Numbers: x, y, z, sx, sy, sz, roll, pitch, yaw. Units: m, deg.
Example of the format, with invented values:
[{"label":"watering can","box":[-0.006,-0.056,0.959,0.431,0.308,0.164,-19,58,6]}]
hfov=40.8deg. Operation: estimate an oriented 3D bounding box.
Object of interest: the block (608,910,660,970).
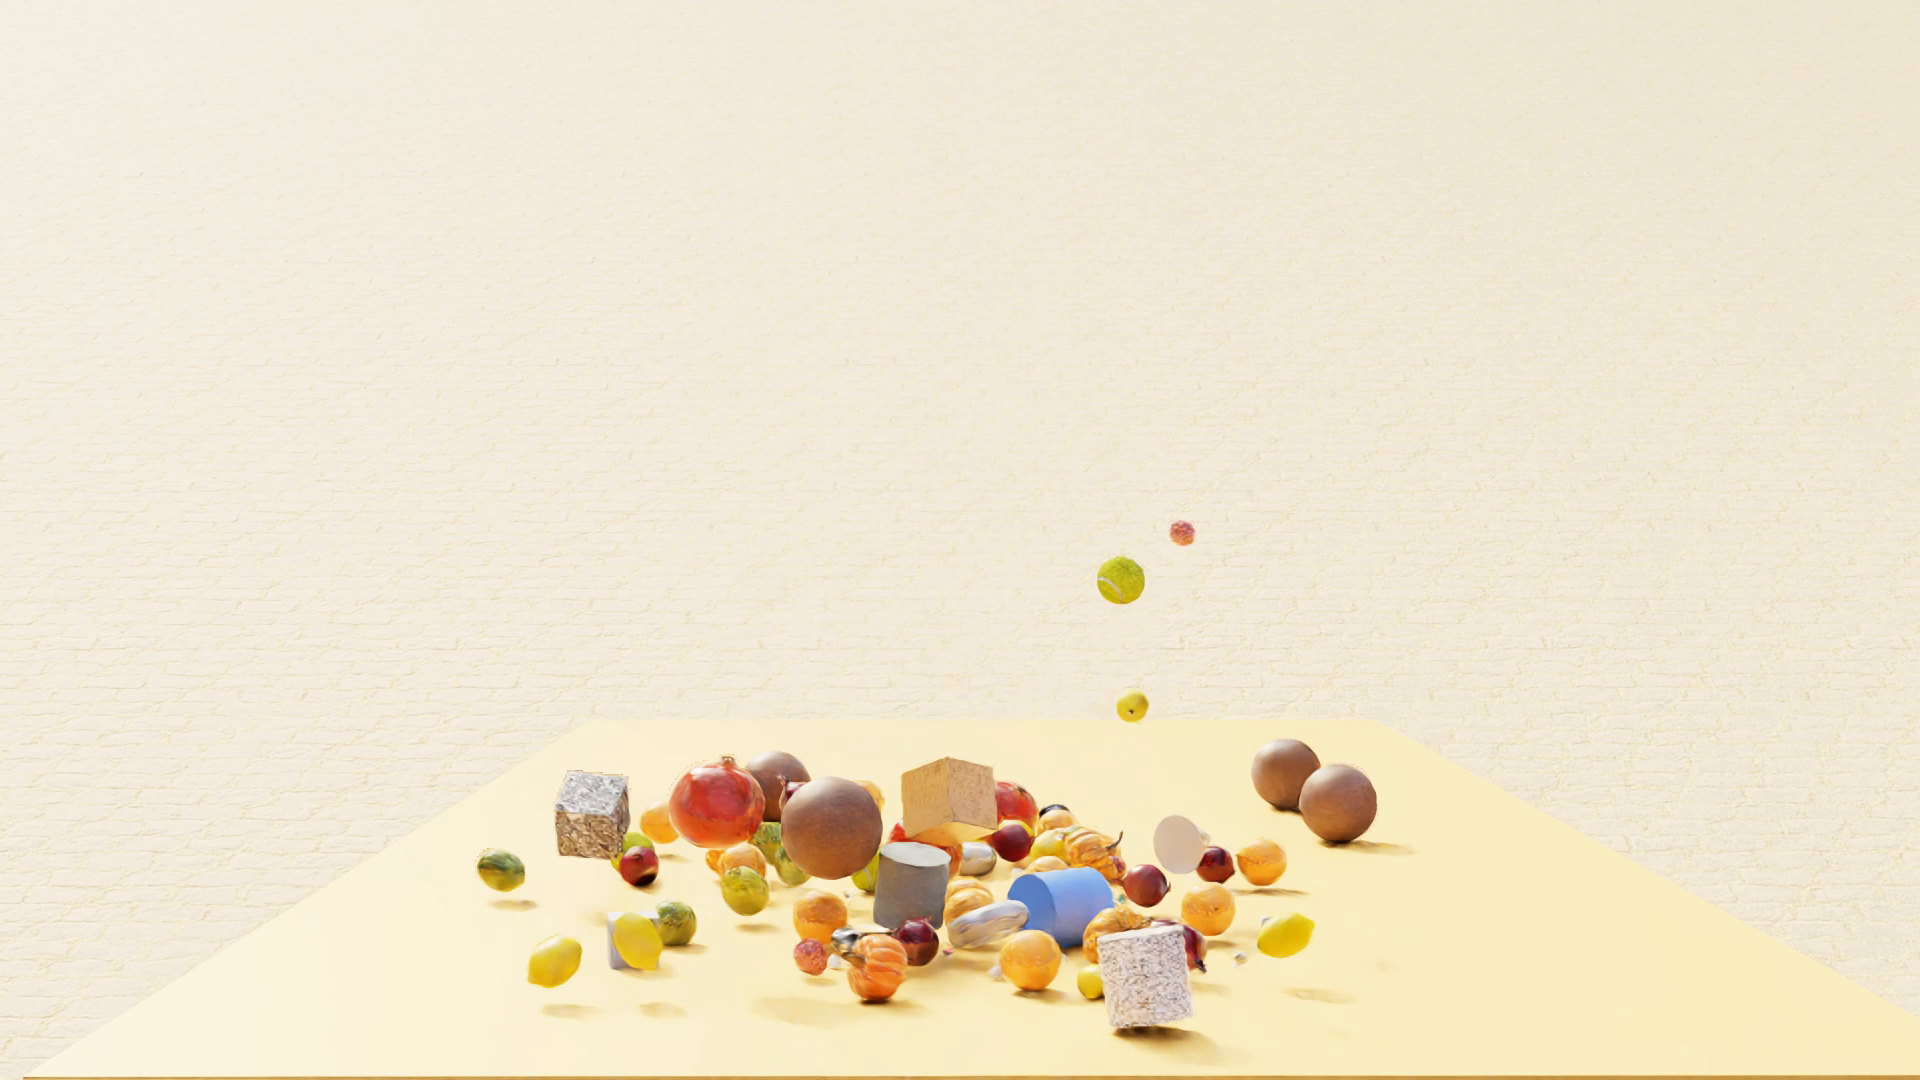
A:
[{"label":"block","box":[-0.404,0.494,3.189,0.060,0.060,0.060,0,1,-11]}]

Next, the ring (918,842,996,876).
[{"label":"ring","box":[-0.013,0.485,3.936,0.140,0.047,0.140,3,-2,0]}]

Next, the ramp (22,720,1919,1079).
[{"label":"ramp","box":[0.061,0.547,4.583,2.000,0.100,4.000,0,1,0]}]

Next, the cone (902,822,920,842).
[{"label":"cone","box":[-0.037,0.484,4.146,0.094,0.094,0.094,-7,30,-14]}]

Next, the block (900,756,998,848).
[{"label":"block","box":[-0.015,0.367,3.614,0.093,0.093,0.093,17,-31,-42]}]

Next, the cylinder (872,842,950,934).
[{"label":"cylinder","box":[-0.061,0.439,3.263,0.090,0.090,0.090,7,11,-1]}]

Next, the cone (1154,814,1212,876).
[{"label":"cone","box":[0.323,0.413,3.541,0.082,0.082,0.082,22,16,37]}]

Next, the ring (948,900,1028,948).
[{"label":"ring","box":[0.035,0.476,3.197,0.106,0.106,0.035,-13,72,-23]}]

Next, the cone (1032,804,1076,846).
[{"label":"cone","box":[0.160,0.487,4.262,0.072,0.072,0.072,-3,28,-5]}]

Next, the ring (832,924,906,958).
[{"label":"ring","box":[-0.116,0.507,3.264,0.095,0.032,0.095,3,0,0]}]

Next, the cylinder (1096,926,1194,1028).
[{"label":"cylinder","box":[0.200,0.471,2.785,0.094,0.094,0.094,-8,-4,-1]}]

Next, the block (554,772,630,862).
[{"label":"block","box":[-0.517,0.390,3.638,0.083,0.083,0.083,5,35,6]}]

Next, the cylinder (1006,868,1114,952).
[{"label":"cylinder","box":[0.128,0.472,3.302,0.099,0.099,0.099,-1,22,-39]}]
